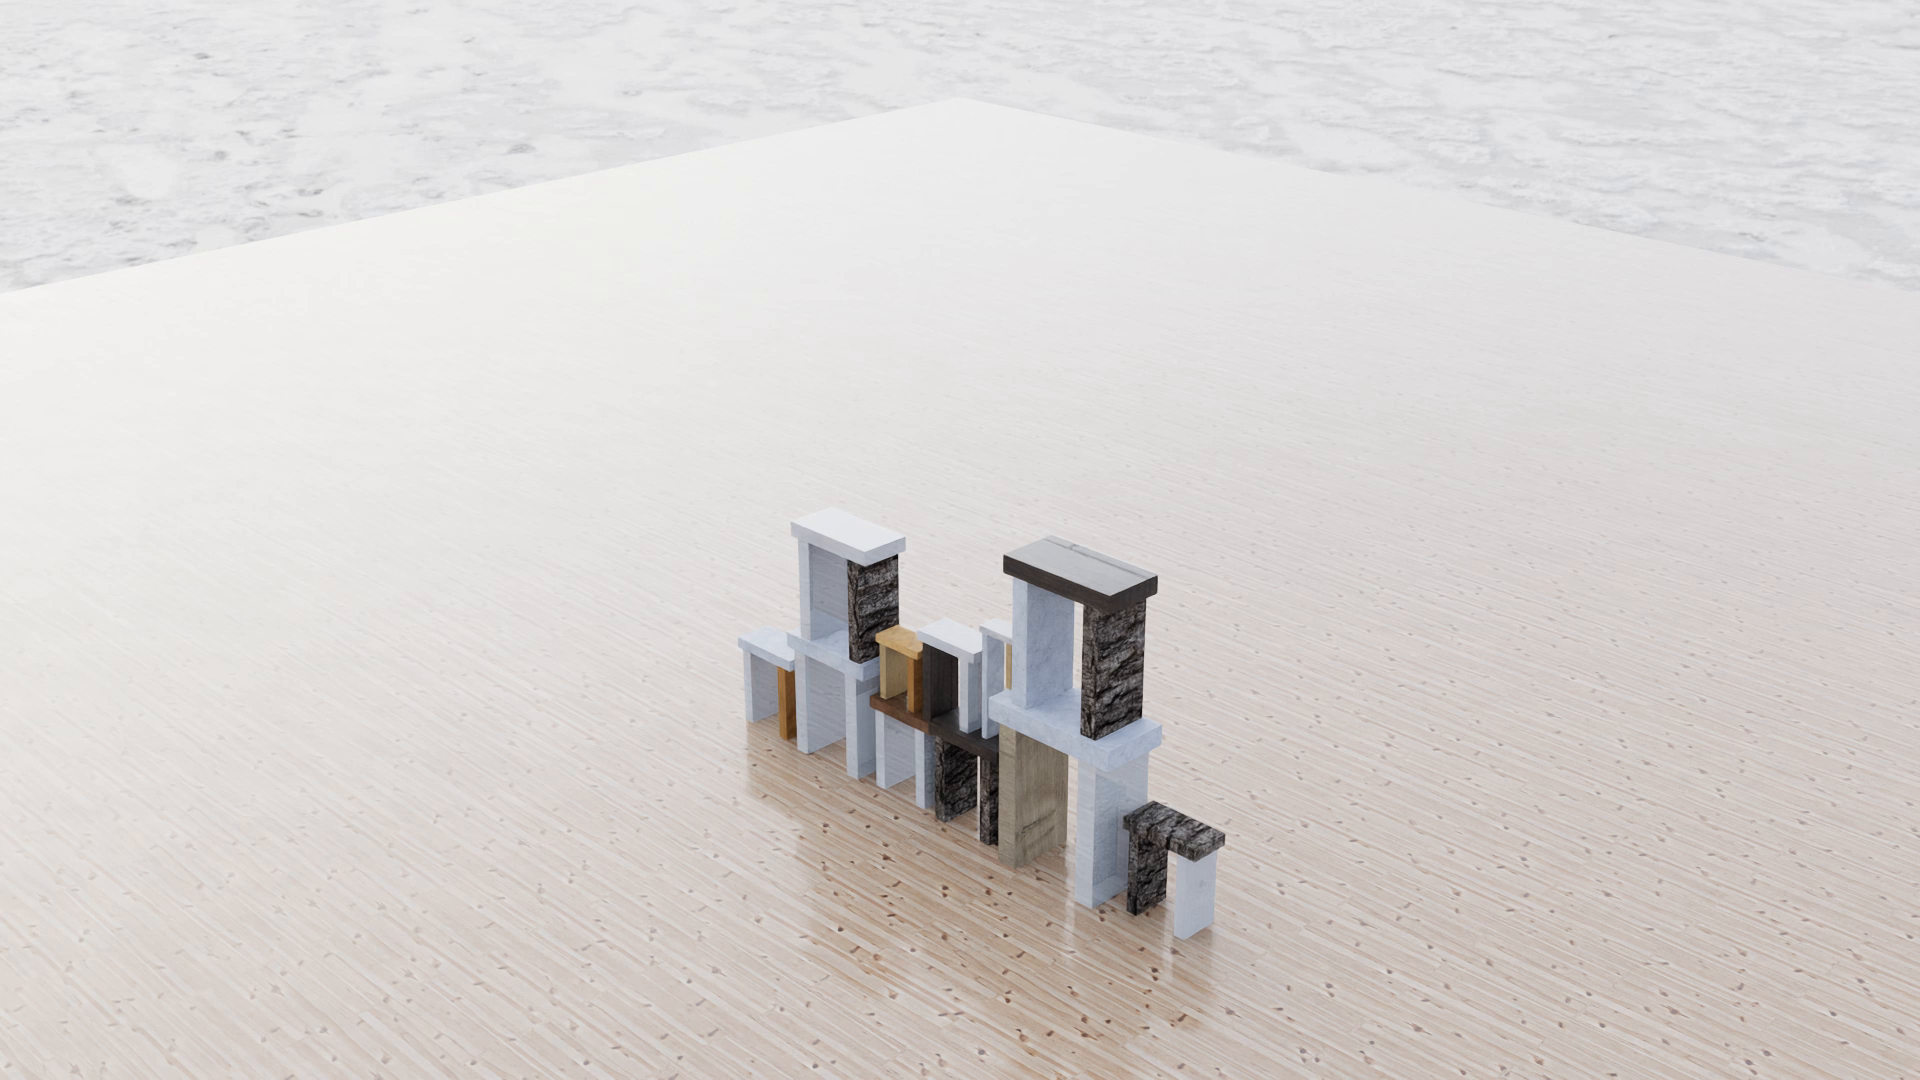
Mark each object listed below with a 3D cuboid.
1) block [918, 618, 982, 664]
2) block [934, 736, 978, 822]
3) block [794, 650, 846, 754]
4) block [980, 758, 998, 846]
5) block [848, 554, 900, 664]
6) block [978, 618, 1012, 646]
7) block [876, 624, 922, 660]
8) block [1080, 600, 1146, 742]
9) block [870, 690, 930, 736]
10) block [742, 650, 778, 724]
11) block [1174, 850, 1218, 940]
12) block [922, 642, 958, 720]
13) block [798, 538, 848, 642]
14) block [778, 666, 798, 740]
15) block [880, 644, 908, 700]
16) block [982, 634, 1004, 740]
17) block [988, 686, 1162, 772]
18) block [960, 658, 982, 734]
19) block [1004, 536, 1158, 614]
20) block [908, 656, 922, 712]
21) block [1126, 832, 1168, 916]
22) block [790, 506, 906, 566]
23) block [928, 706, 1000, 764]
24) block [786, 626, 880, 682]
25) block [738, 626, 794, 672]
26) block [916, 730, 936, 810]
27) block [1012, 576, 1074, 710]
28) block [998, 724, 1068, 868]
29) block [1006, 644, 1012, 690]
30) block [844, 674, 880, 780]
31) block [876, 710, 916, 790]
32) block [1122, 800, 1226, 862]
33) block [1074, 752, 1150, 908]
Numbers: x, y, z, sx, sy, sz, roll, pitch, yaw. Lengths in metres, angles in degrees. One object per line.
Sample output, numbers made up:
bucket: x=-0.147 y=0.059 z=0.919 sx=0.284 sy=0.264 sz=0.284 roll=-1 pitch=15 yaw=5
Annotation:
block: x=-0.001 y=0.198 z=4.316 sx=0.078 sy=0.022 sz=0.157 roll=-21 pitch=31 yaw=-41
block: x=-0.007 y=0.465 z=4.423 sx=0.027 sy=0.188 sz=0.094 roll=21 pitch=31 yaw=41
block: x=-0.294 y=0.327 z=4.689 sx=0.033 sy=0.236 sz=0.118 roll=21 pitch=31 yaw=41
block: x=0.082 y=0.500 z=4.342 sx=0.027 sy=0.188 sz=0.094 roll=21 pitch=31 yaw=41
block: x=-0.176 y=0.130 z=4.478 sx=0.032 sy=0.224 sz=0.112 roll=21 pitch=31 yaw=41
block: x=0.087 y=0.176 z=4.201 sx=0.095 sy=0.014 sz=0.048 roll=21 pitch=31 yaw=41
block: x=-0.106 y=0.206 z=4.427 sx=0.061 sy=0.017 sz=0.122 roll=-21 pitch=31 yaw=-41
block: x=0.280 y=0.223 z=4.015 sx=0.131 sy=0.262 sz=0.037 roll=-21 pitch=31 yaw=-41
block: x=-0.091 y=0.342 z=4.471 sx=0.176 sy=0.025 sz=0.088 roll=21 pitch=31 yaw=41
block: x=-0.432 y=0.307 z=4.818 sx=0.024 sy=0.171 sz=0.086 roll=21 pitch=31 yaw=41
block: x=0.432 y=0.639 z=4.034 sx=0.024 sy=0.172 sz=0.086 roll=21 pitch=31 yaw=41
block: x=-0.038 y=0.272 z=4.387 sx=0.022 sy=0.170 sz=0.078 roll=21 pitch=31 yaw=41
block: x=-0.281 y=0.089 z=4.575 sx=0.112 sy=0.224 sz=0.032 roll=-21 pitch=31 yaw=-41
block: x=-0.351 y=0.339 z=4.744 sx=0.024 sy=0.171 sz=0.085 roll=21 pitch=31 yaw=41
block: x=-0.135 y=0.259 z=4.480 sx=0.061 sy=0.121 sz=0.017 roll=-21 pitch=31 yaw=-41
block: x=0.064 y=0.277 z=4.269 sx=0.014 sy=0.226 sz=0.048 roll=21 pitch=31 yaw=41
block: x=0.214 y=0.340 z=4.130 sx=0.302 sy=0.043 sz=0.151 roll=21 pitch=31 yaw=41
block: x=0.035 y=0.294 z=4.317 sx=0.022 sy=0.157 sz=0.078 roll=21 pitch=31 yaw=41
block: x=0.218 y=0.062 z=4.014 sx=0.131 sy=0.037 sz=0.262 roll=-21 pitch=31 yaw=-41
block: x=-0.078 y=0.281 z=4.428 sx=0.017 sy=0.122 sz=0.061 roll=21 pitch=31 yaw=41
block: x=0.351 y=0.608 z=4.108 sx=0.024 sy=0.172 sz=0.086 roll=21 pitch=31 yaw=41
block: x=-0.228 y=-0.008 z=4.477 sx=0.224 sy=0.032 sz=0.112 roll=21 pitch=31 yaw=41
block: x=0.037 y=0.384 z=4.340 sx=0.188 sy=0.027 sz=0.094 roll=21 pitch=31 yaw=41
block: x=-0.239 y=0.225 z=4.585 sx=0.236 sy=0.033 sz=0.118 roll=21 pitch=31 yaw=41
block: x=-0.391 y=0.233 z=4.743 sx=0.171 sy=0.024 sz=0.086 roll=21 pitch=31 yaw=41
block: x=-0.050 y=0.451 z=4.472 sx=0.025 sy=0.176 sz=0.088 roll=21 pitch=31 yaw=41
block: x=0.157 y=0.175 z=4.129 sx=0.037 sy=0.262 sz=0.131 roll=21 pitch=31 yaw=41
block: x=0.143 y=0.471 z=4.263 sx=0.043 sy=0.302 sz=0.151 roll=21 pitch=31 yaw=41
block: x=0.109 y=0.235 z=4.202 sx=0.014 sy=0.095 sz=0.048 roll=21 pitch=31 yaw=41
block: x=-0.183 y=0.370 z=4.586 sx=0.033 sy=0.236 sz=0.118 roll=21 pitch=31 yaw=41
block: x=-0.133 y=0.419 z=4.548 sx=0.025 sy=0.176 sz=0.088 roll=21 pitch=31 yaw=41
block: x=0.392 y=0.533 z=4.033 sx=0.172 sy=0.024 sz=0.086 roll=21 pitch=31 yaw=41
block: x=0.286 y=0.527 z=4.132 sx=0.043 sy=0.302 sz=0.151 roll=21 pitch=31 yaw=41
